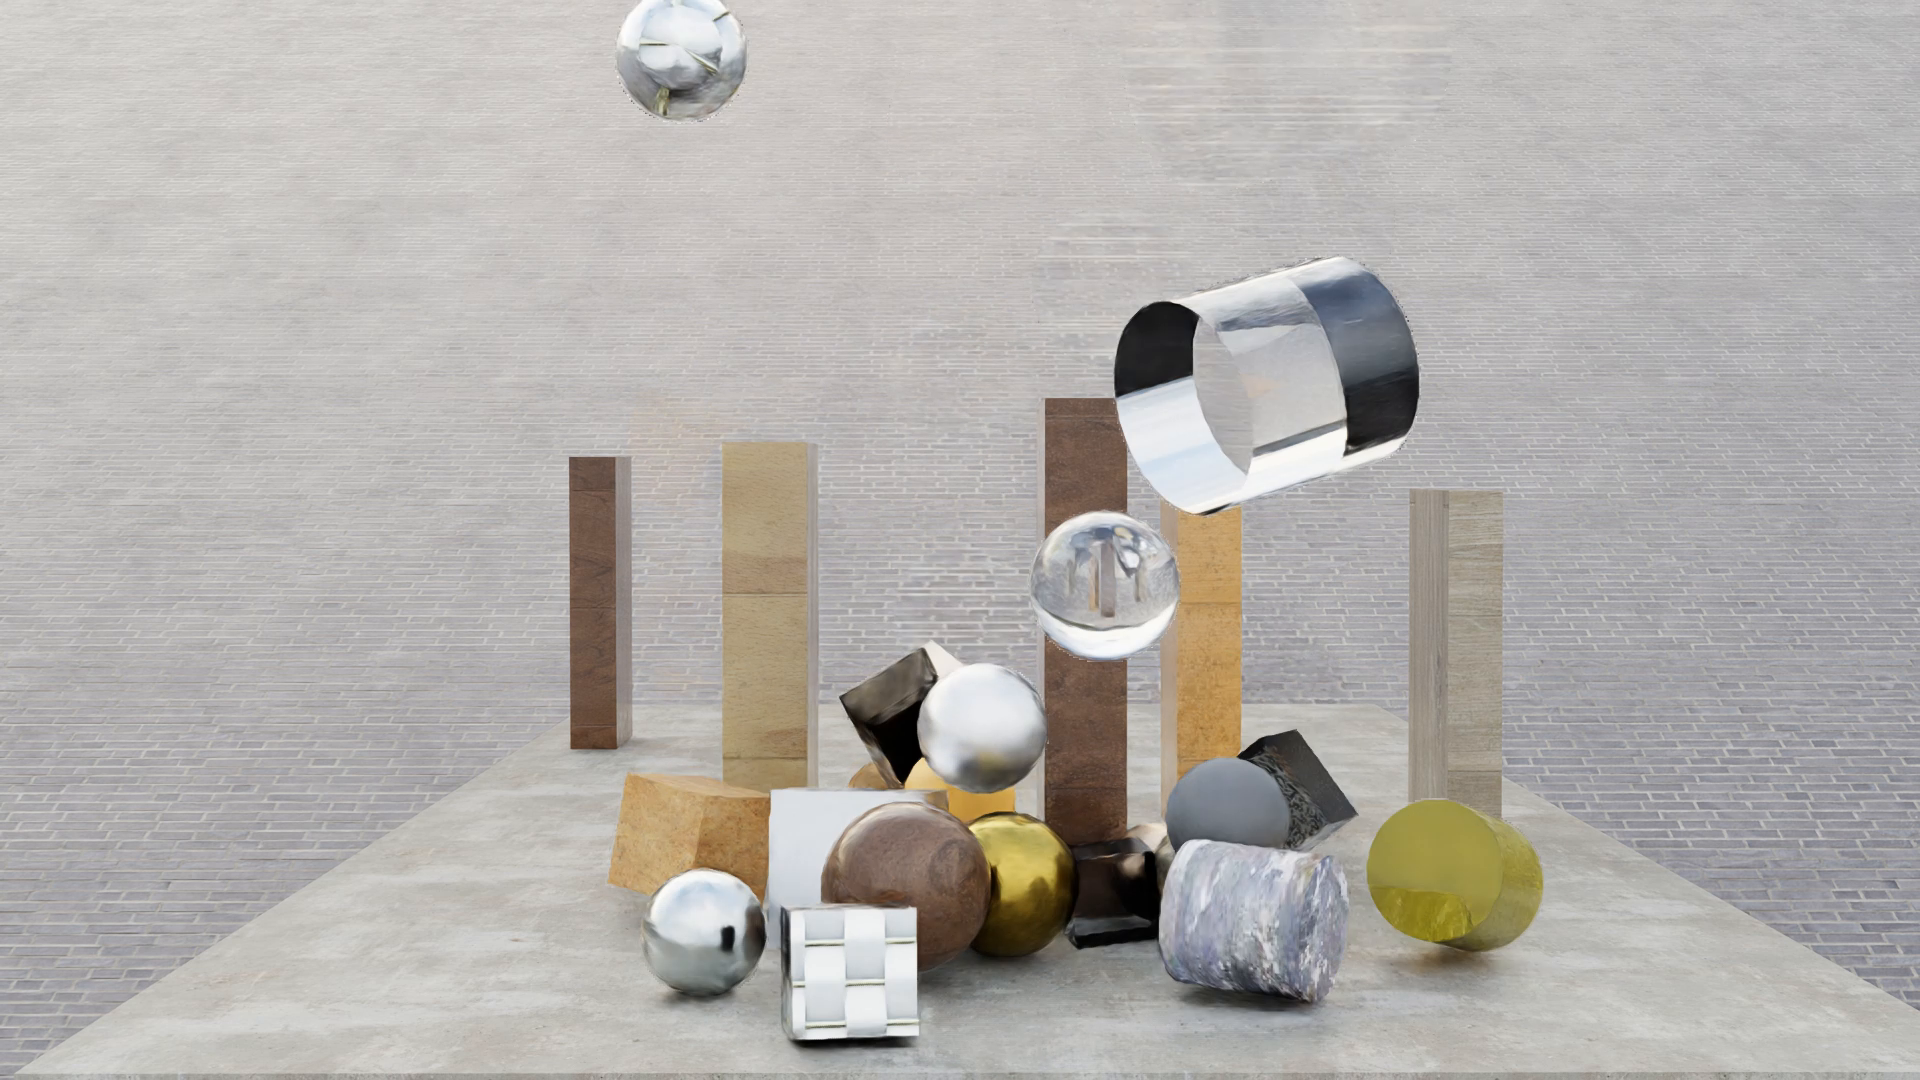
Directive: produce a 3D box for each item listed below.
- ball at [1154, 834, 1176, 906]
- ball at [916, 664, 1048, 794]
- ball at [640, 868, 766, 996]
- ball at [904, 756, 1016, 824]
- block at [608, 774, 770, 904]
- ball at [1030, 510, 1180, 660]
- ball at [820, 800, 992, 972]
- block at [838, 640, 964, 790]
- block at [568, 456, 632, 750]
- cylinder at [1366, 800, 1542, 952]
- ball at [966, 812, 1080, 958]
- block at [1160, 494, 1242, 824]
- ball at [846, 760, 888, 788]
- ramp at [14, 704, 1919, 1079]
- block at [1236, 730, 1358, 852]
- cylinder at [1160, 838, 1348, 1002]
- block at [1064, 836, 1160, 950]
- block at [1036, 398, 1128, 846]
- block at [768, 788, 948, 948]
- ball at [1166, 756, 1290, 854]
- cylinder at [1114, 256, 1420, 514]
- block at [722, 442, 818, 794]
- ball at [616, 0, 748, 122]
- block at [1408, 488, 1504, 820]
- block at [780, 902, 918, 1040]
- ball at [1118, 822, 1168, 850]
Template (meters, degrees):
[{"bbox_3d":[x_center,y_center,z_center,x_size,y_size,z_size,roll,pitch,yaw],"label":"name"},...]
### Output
[{"bbox_3d":[0.316,0.433,3.303,0.150,0.150,0.150,0,25,0],"label":"ball"},{"bbox_3d":[0.028,0.242,3.304,0.167,0.167,0.167,0,25,0],"label":"ball"},{"bbox_3d":[-0.292,0.447,2.940,0.144,0.144,0.144,0,25,0],"label":"ball"},{"bbox_3d":[-0.001,0.352,3.495,0.154,0.154,0.154,0,25,0],"label":"ball"},{"bbox_3d":[-0.362,0.409,3.517,0.151,0.151,0.151,11,1,38],"label":"block"},{"bbox_3d":[0.148,0.047,2.647,0.154,0.154,0.154,0,25,0],"label":"ball"},{"bbox_3d":[-0.062,0.403,2.998,0.199,0.199,0.199,0,25,0],"label":"ball"},{"bbox_3d":[-0.049,0.279,3.799,0.166,0.166,0.166,-31,21,-10],"label":"block"},{"bbox_3d":[-0.784,0.131,5.640,0.099,0.625,0.269,0,2,0],"label":"block"},{"bbox_3d":[0.604,0.411,3.144,0.169,0.169,0.169,16,-4,31],"label":"cylinder"},{"bbox_3d":[0.057,0.422,3.162,0.179,0.179,0.179,0,25,0],"label":"ball"},{"bbox_3d":[0.397,0.087,4.282,0.102,0.789,0.350,0,2,0],"label":"block"},{"bbox_3d":[-0.103,0.412,3.976,0.157,0.157,0.157,0,25,0],"label":"ball"},{"bbox_3d":[0.058,0.524,4.562,2.000,0.100,4.000,0,2,0],"label":"ramp"},{"bbox_3d":[0.450,0.388,3.741,0.153,0.153,0.153,55,22,15],"label":"block"},{"bbox_3d":[0.333,0.429,2.915,0.164,0.164,0.164,4,24,28],"label":"cylinder"},{"bbox_3d":[0.187,0.447,3.276,0.110,0.110,0.110,-7,3,-7],"label":"block"},{"bbox_3d":[0.170,0.151,3.654,0.111,0.694,0.362,0,2,0],"label":"block"},{"bbox_3d":[-0.124,0.406,3.204,0.191,0.191,0.191,0,-4,8],"label":"block"},{"bbox_3d":[0.330,0.344,3.182,0.152,0.152,0.152,0,25,0],"label":"ball"},{"bbox_3d":[0.297,-0.152,2.513,0.210,0.210,0.210,-17,30,-30],"label":"cylinder"},{"bbox_3d":[-0.296,0.167,4.072,0.128,0.640,0.327,0,2,0],"label":"block"},{"bbox_3d":[-0.253,-0.440,2.341,0.119,0.119,0.119,0,25,0],"label":"ball"},{"bbox_3d":[0.819,0.199,4.279,0.086,0.564,0.357,0,2,0],"label":"block"},{"bbox_3d":[-0.119,0.453,2.723,0.130,0.130,0.130,0,-5,-9],"label":"block"},{"bbox_3d":[0.258,0.438,3.428,0.124,0.124,0.124,0,25,0],"label":"ball"}]
